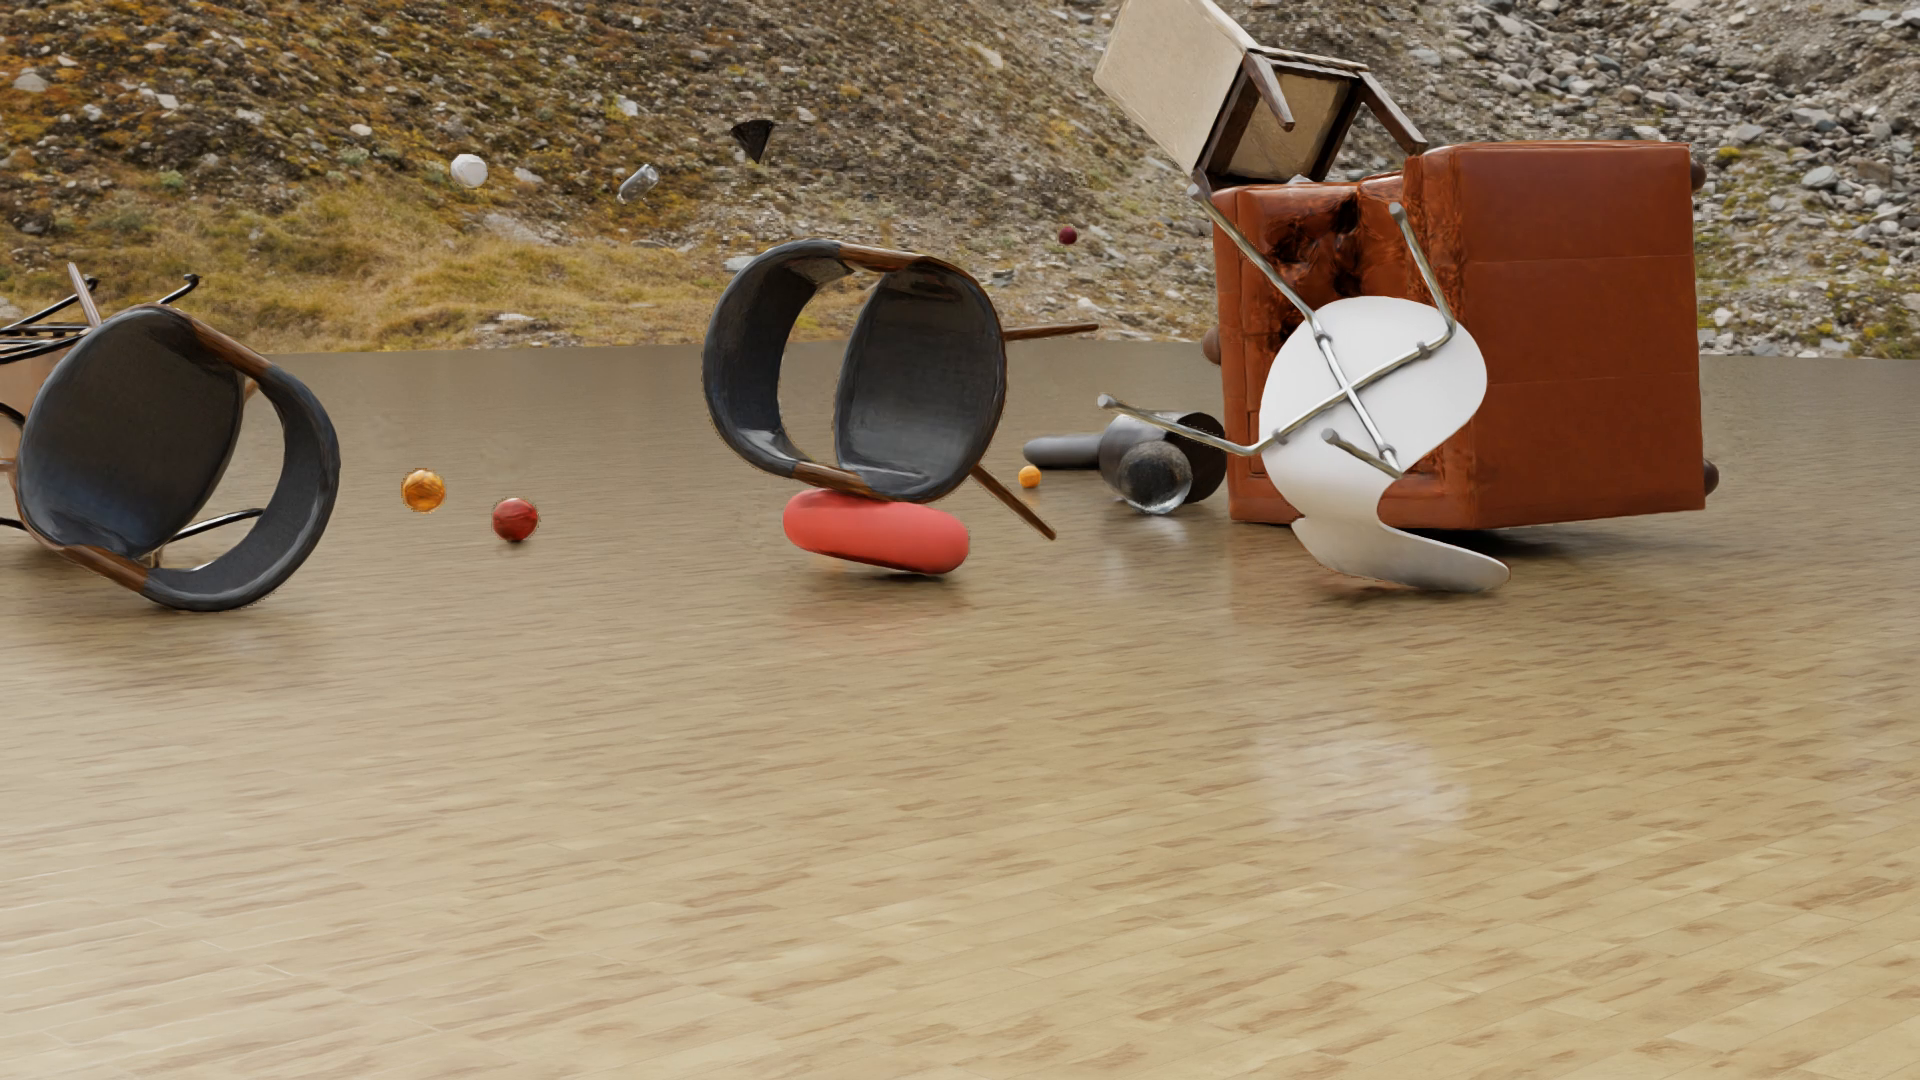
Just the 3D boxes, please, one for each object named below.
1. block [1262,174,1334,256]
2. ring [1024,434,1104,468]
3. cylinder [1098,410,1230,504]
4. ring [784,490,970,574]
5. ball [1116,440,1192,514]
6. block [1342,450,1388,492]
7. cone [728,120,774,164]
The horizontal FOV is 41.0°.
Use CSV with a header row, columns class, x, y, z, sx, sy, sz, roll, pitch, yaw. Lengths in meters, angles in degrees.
class,x,y,z,sx,sy,sz,roll,pitch,yaw
block,0.960,-0.922,7.278,0.129,0.120,0.165,23,-39,-20
ring,0.457,-0.311,8.899,0.483,0.108,0.452,1,4,25
cylinder,0.599,-0.248,7.543,0.276,0.256,0.278,-42,26,-24
ring,-0.185,-0.019,5.631,0.426,0.136,0.300,10,-4,16
ball,0.537,-0.174,7.081,0.209,0.209,0.209,0,6,0
block,1.231,-0.211,7.781,0.075,0.079,0.086,-14,57,-46
cone,-0.482,-0.922,6.015,0.110,0.092,0.093,-12,-14,6
